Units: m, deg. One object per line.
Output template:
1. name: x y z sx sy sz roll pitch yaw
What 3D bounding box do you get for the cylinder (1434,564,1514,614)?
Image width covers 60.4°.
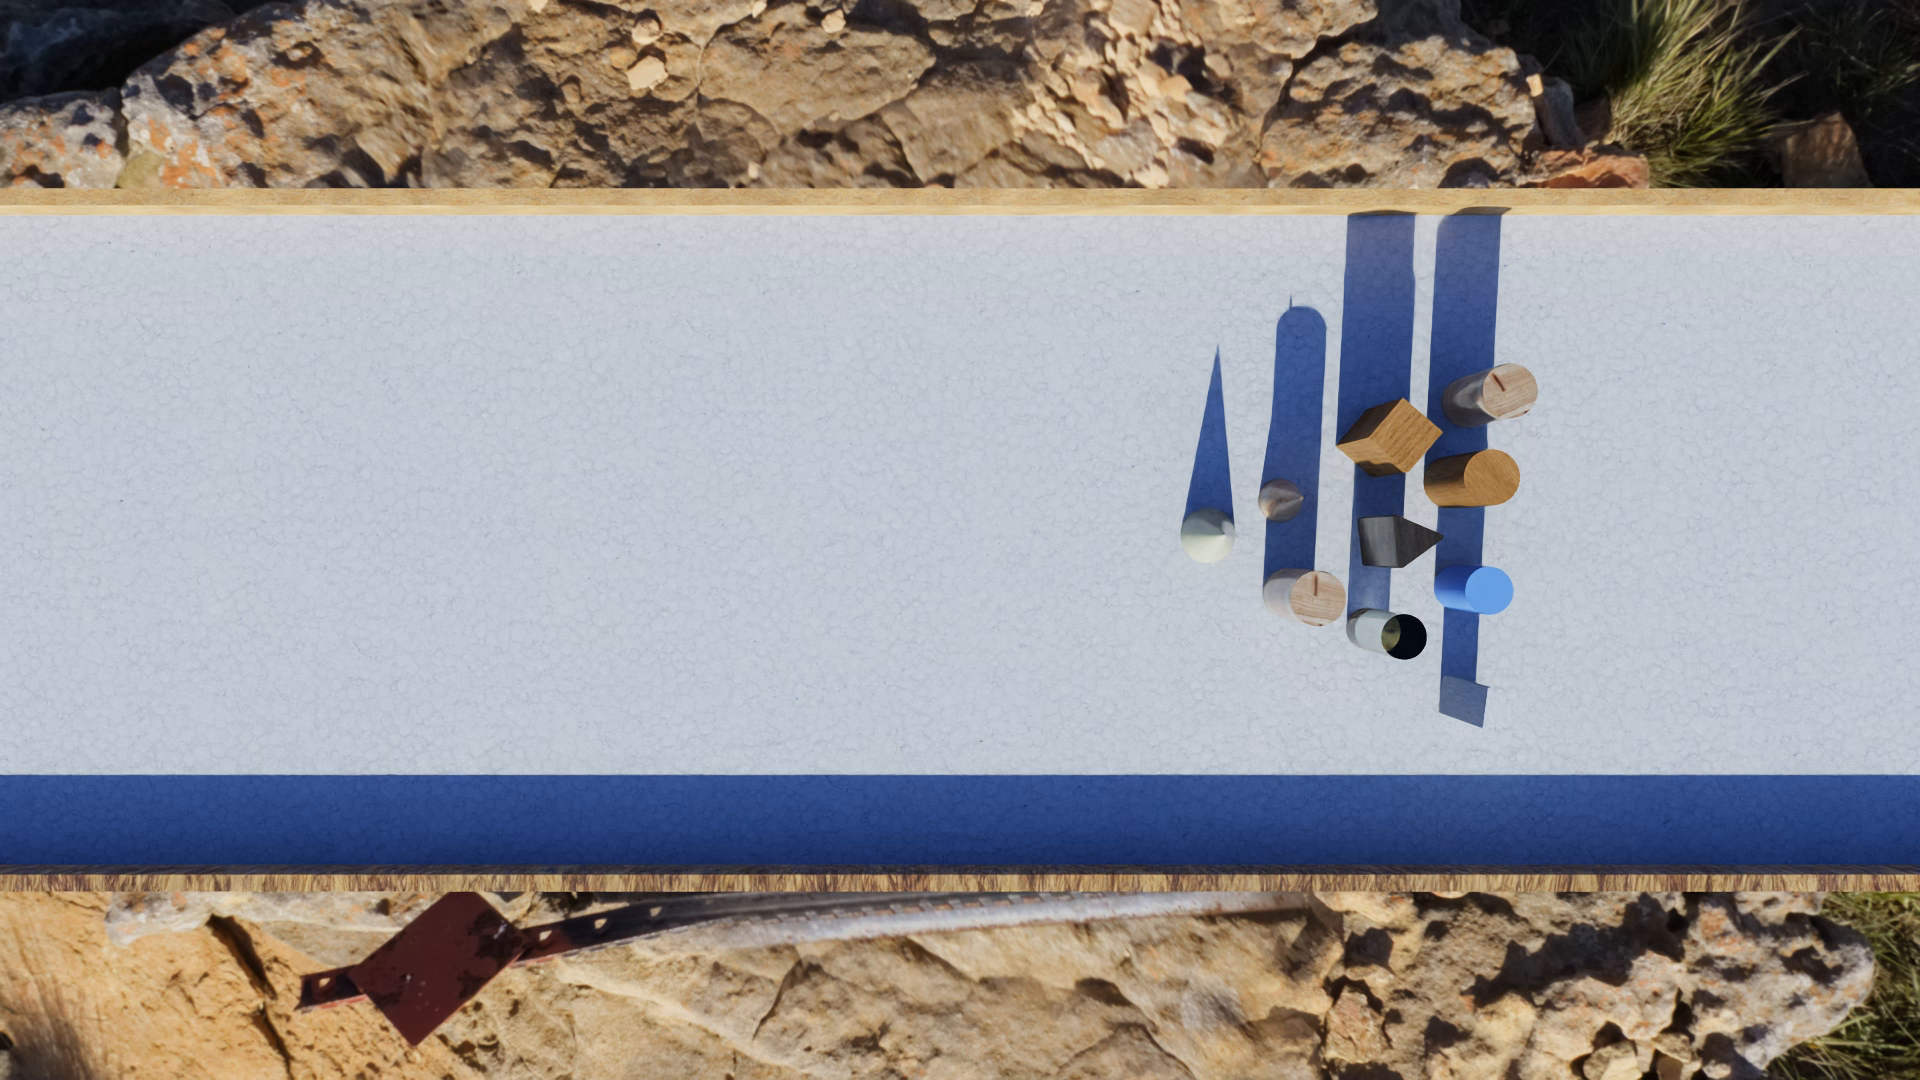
1. cylinder: 1.528 0.146 4.919 0.140 0.316 0.140 0 90 0

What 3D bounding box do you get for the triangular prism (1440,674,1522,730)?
1. triangular prism: 1.511 0.463 4.863 0.120 0.427 0.104 -22 90 0

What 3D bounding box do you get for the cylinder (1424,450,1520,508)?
1. cylinder: 1.506 -0.177 4.872 0.160 0.409 0.160 0 90 0

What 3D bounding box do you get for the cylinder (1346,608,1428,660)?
1. cylinder: 1.253 0.273 4.865 0.130 0.423 0.130 0 90 0

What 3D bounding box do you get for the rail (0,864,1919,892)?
1. rail: -2.247 1.025 5.001 12.000 0.150 0.050 0 90 0

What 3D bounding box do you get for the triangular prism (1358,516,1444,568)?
1. triangular prism: 1.264 -0.017 4.861 0.149 0.430 0.129 -36 90 0

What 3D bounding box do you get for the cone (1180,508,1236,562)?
1. cone: 0.763 -0.014 4.915 0.170 0.322 0.170 0 90 0

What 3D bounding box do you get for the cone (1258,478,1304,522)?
1. cone: 0.985 -0.122 4.903 0.136 0.348 0.136 0 90 0

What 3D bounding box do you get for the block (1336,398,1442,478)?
1. block: 1.261 -0.297 4.870 0.149 0.413 0.149 41 90 0

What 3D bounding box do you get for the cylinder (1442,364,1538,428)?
1. cylinder: 1.559 -0.423 4.875 0.156 0.403 0.156 0 90 0

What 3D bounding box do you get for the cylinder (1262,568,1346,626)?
1. cylinder: 1.009 0.165 4.860 0.157 0.434 0.157 0 90 0

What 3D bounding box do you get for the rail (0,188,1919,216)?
1. rail: -2.247 -1.025 5.002 12.000 0.150 0.050 0 90 0
